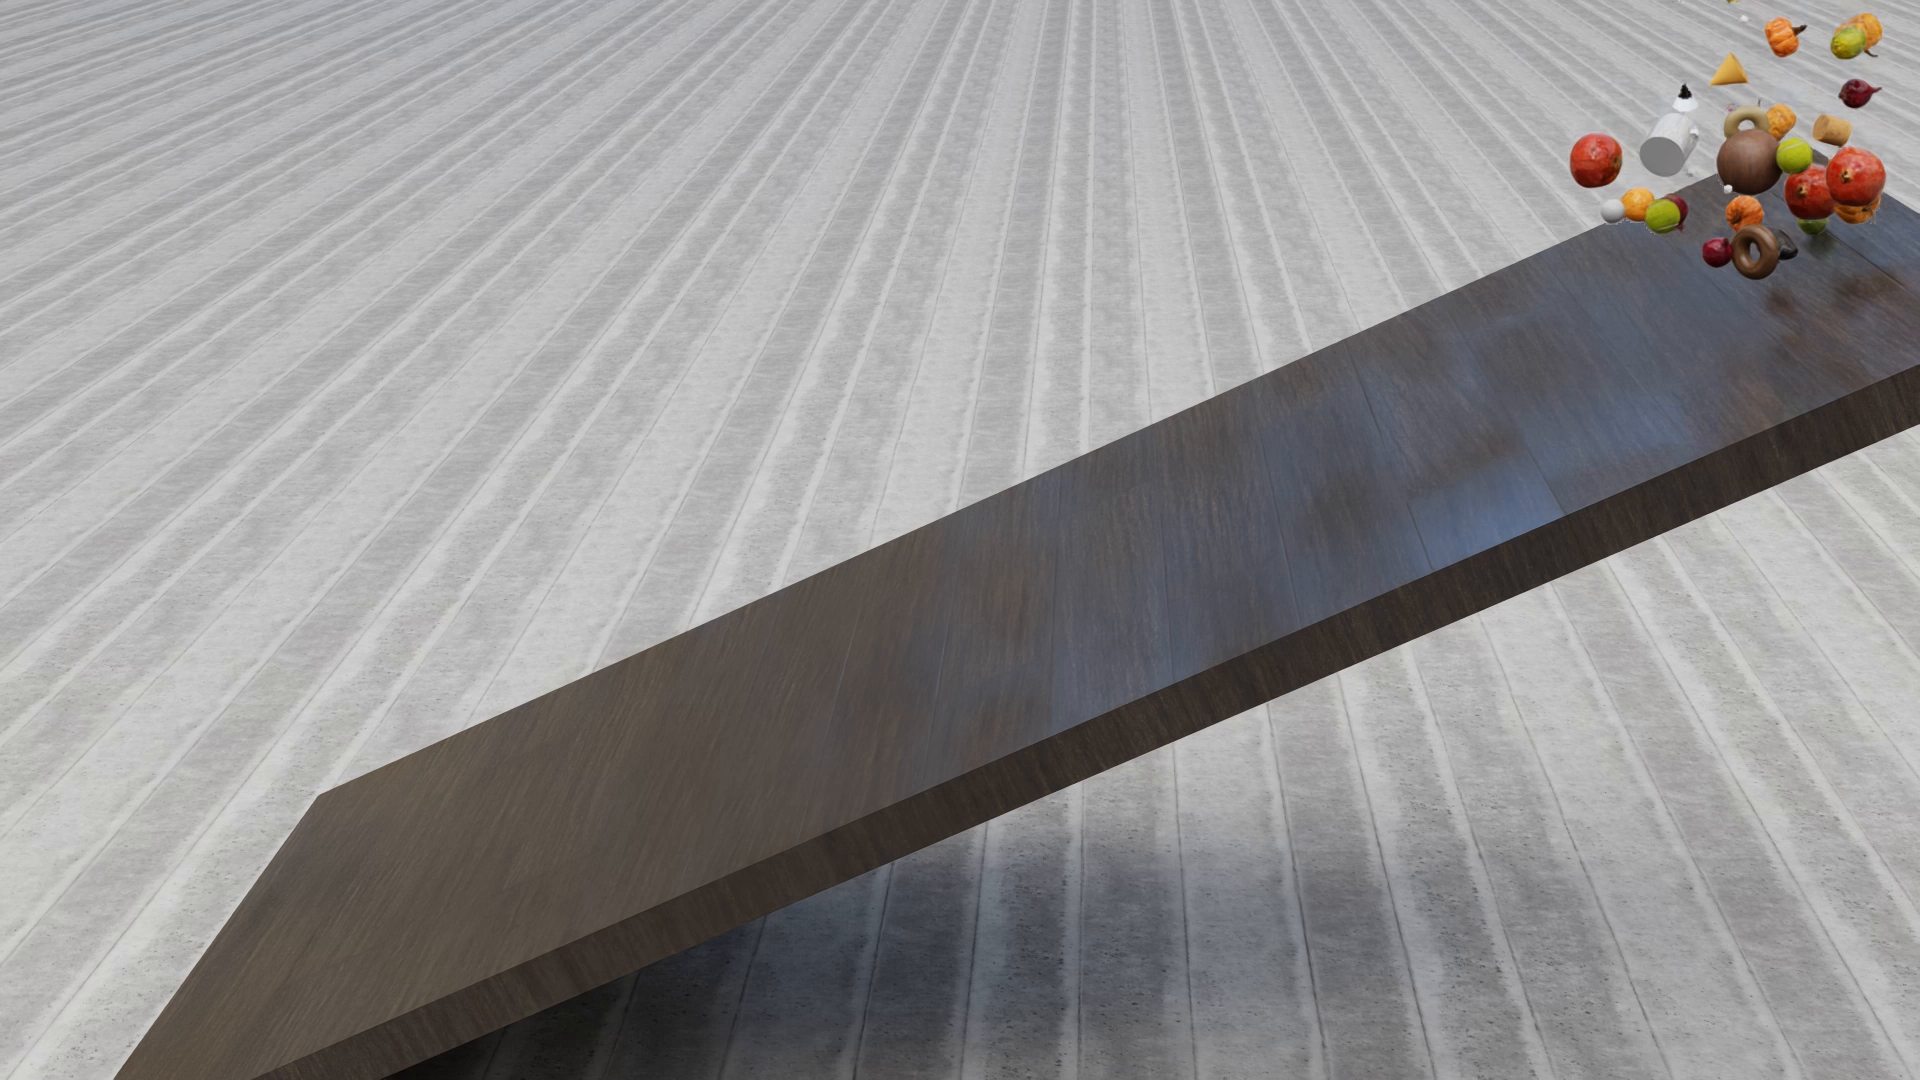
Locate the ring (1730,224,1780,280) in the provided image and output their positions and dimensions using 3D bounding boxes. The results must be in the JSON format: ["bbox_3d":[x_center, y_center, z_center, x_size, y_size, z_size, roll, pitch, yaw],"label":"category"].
[{"bbox_3d":[1.542,-0.559,5.706,0.036,0.109,0.109,-14,21,-33],"label":"ring"}]

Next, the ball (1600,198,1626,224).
[{"bbox_3d":[1.349,-0.680,6.078,0.051,0.051,0.051,0,16,0],"label":"ball"}]

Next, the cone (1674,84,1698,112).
[{"bbox_3d":[1.480,-0.910,6.001,0.051,0.051,0.051,-9,36,7],"label":"cone"}]

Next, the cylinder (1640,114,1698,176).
[{"bbox_3d":[1.398,-0.779,5.798,0.091,0.091,0.091,9,42,30],"label":"cylinder"}]

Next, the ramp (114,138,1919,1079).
[{"bbox_3d":[0.135,0.169,6.282,4.000,0.100,2.000,-24,13,9],"label":"ramp"}]

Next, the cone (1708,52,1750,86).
[{"bbox_3d":[1.509,-0.916,5.811,0.072,0.072,0.072,-30,4,24],"label":"cone"}]

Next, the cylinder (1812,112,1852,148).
[{"bbox_3d":[1.728,-0.812,5.830,0.053,0.053,0.053,28,1,-30],"label":"cylinder"}]

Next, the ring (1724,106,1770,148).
[{"bbox_3d":[1.563,-0.821,5.846,0.090,0.090,0.030,2,28,6],"label":"ring"}]
